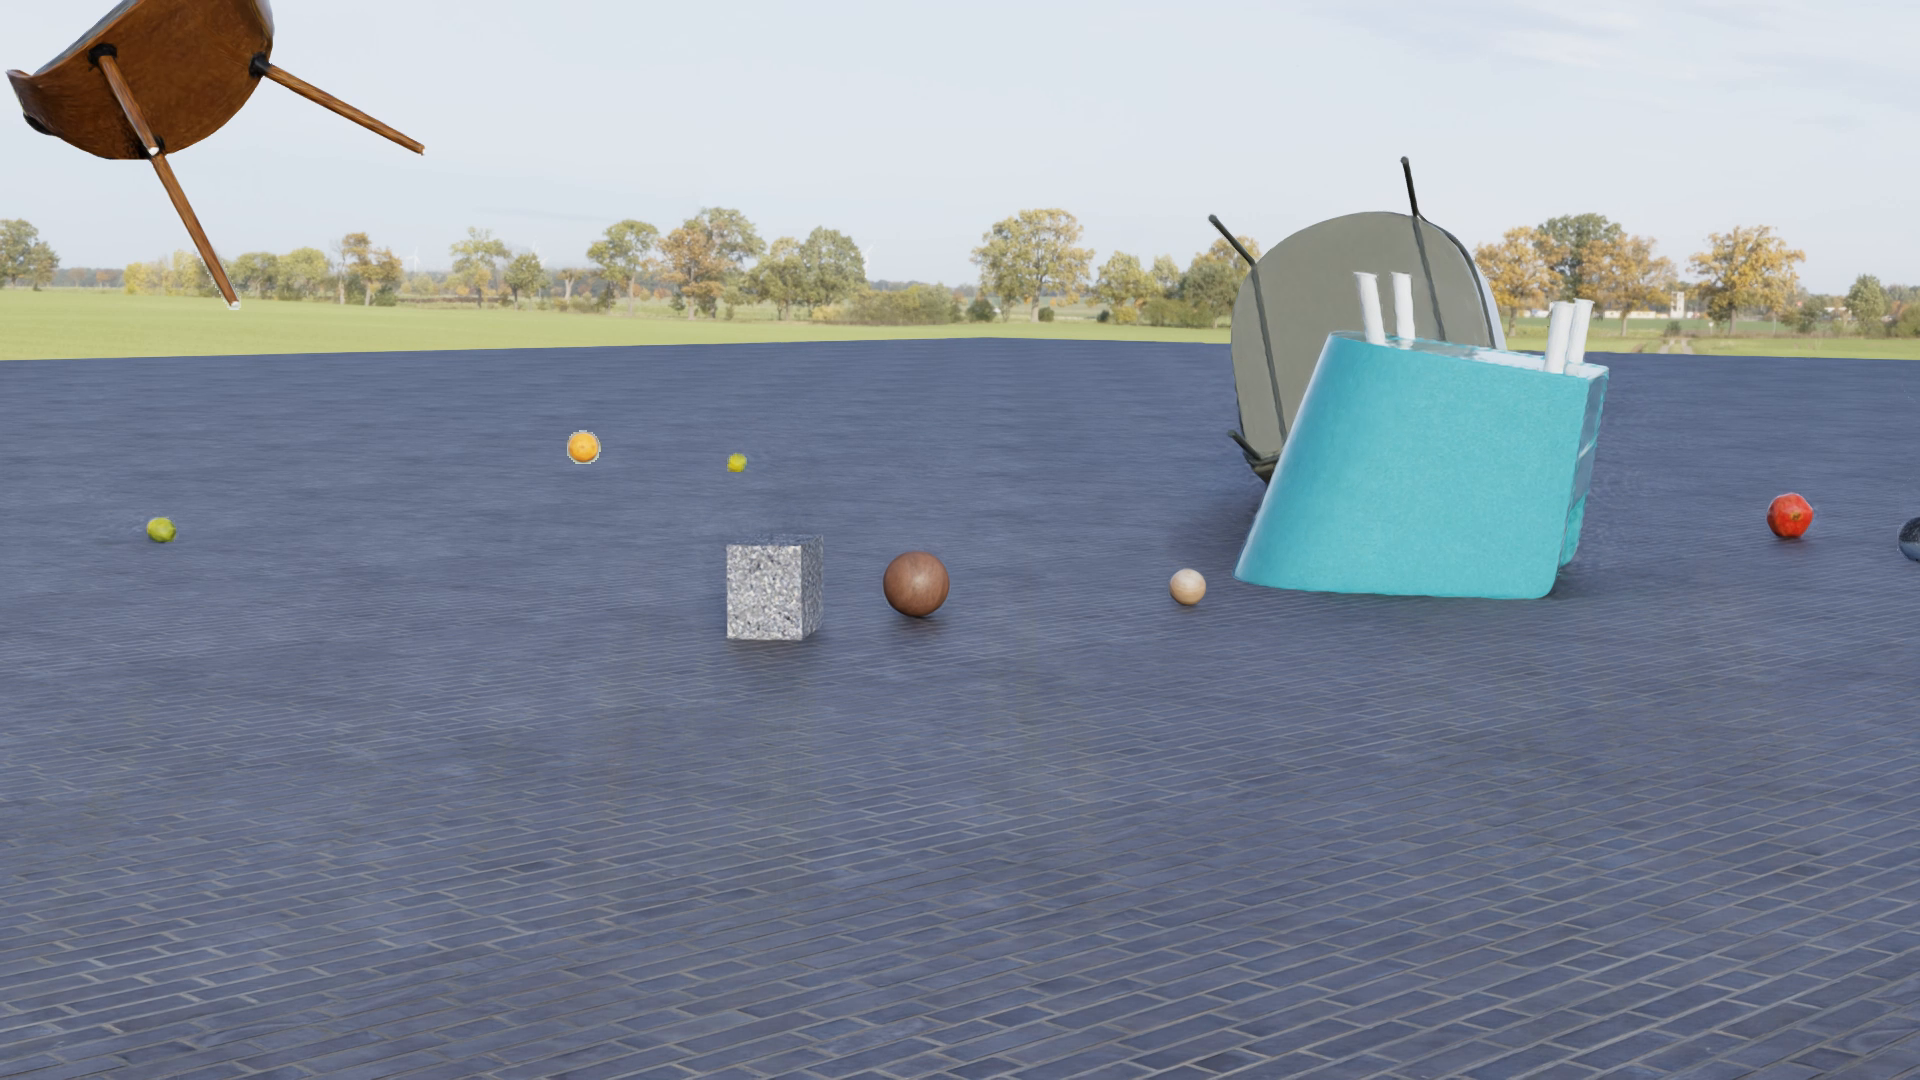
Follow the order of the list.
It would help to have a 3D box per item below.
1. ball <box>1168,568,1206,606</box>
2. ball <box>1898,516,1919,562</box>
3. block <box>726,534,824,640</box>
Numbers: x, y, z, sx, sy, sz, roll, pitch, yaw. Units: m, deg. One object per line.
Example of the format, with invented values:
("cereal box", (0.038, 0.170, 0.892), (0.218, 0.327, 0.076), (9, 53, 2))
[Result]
("ball", (0.455, 0.094, 5.134), (0.074, 0.074, 0.074), (0, 6, 0))
("ball", (2.214, -0.001, 5.897), (0.107, 0.107, 0.107), (0, 6, 0))
("block", (-0.341, 0.085, 4.750), (0.137, 0.172, 0.210), (1, 6, 8))
